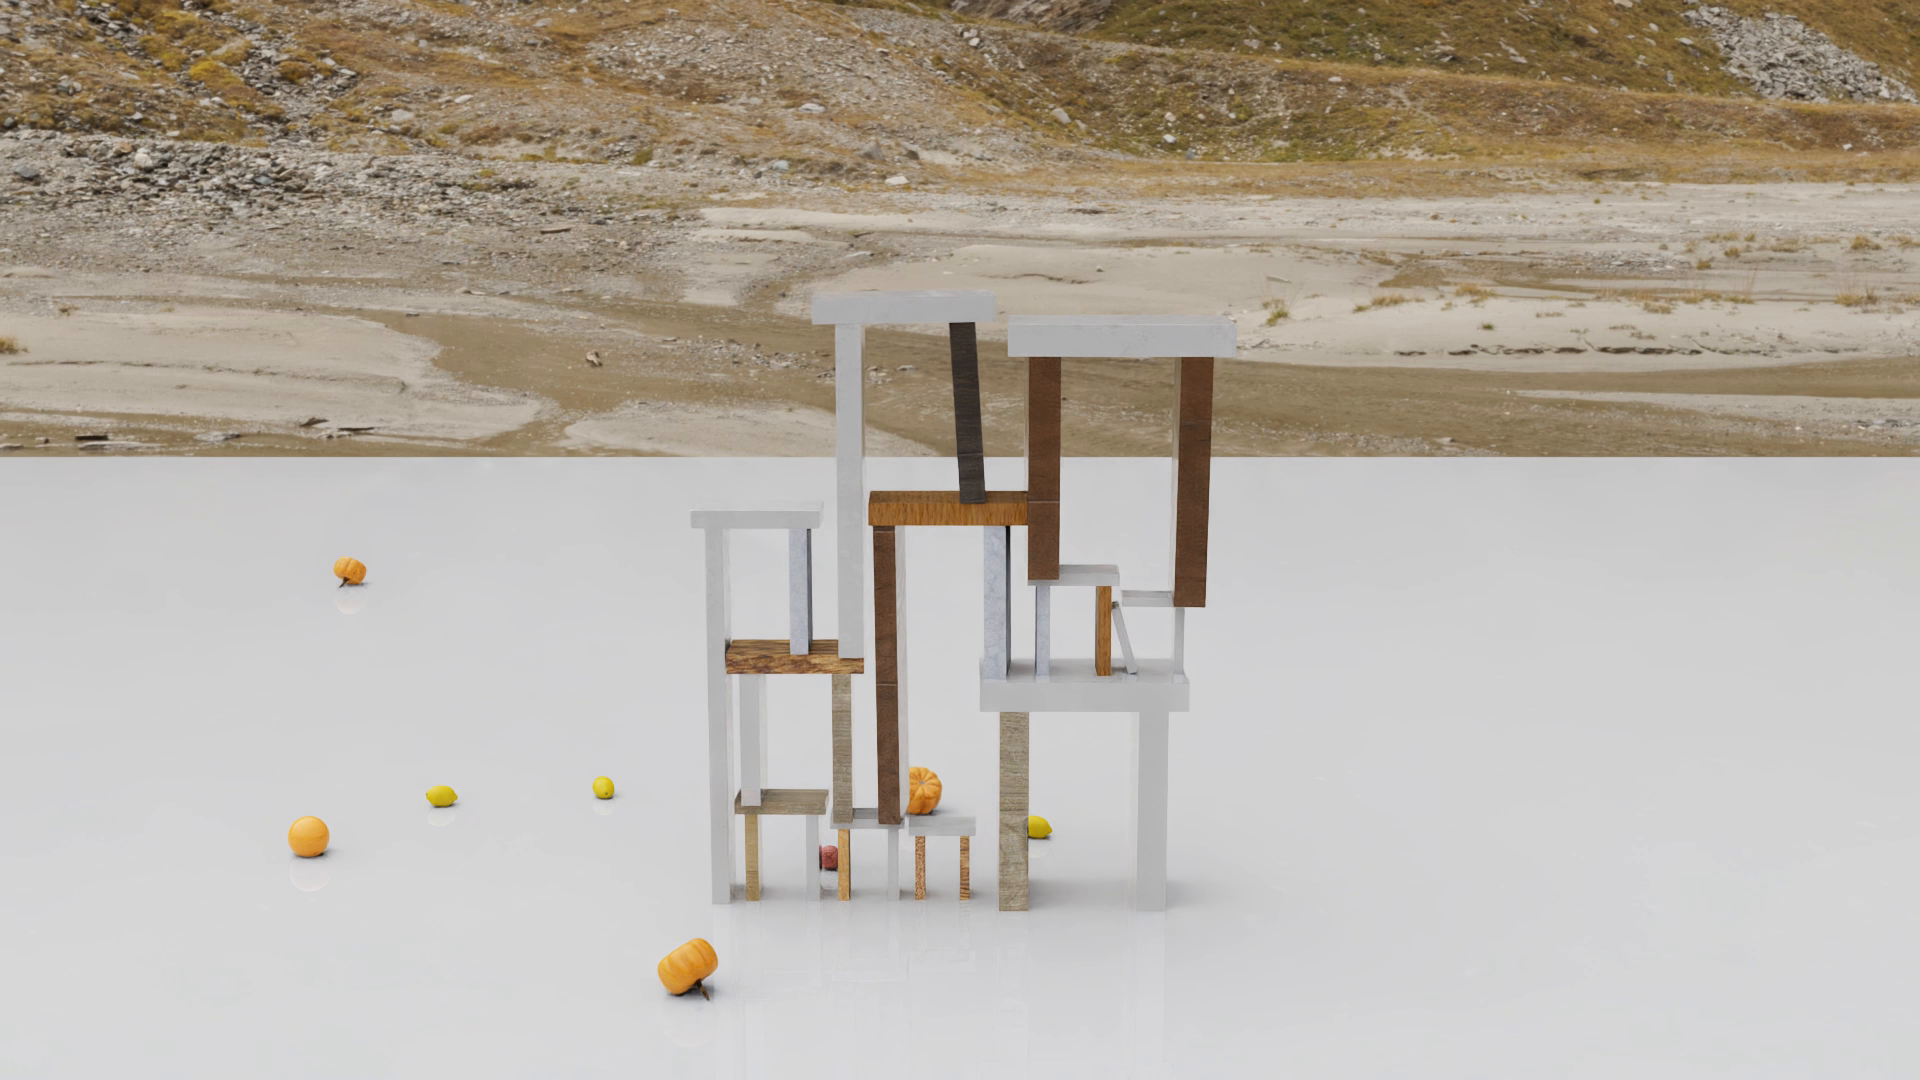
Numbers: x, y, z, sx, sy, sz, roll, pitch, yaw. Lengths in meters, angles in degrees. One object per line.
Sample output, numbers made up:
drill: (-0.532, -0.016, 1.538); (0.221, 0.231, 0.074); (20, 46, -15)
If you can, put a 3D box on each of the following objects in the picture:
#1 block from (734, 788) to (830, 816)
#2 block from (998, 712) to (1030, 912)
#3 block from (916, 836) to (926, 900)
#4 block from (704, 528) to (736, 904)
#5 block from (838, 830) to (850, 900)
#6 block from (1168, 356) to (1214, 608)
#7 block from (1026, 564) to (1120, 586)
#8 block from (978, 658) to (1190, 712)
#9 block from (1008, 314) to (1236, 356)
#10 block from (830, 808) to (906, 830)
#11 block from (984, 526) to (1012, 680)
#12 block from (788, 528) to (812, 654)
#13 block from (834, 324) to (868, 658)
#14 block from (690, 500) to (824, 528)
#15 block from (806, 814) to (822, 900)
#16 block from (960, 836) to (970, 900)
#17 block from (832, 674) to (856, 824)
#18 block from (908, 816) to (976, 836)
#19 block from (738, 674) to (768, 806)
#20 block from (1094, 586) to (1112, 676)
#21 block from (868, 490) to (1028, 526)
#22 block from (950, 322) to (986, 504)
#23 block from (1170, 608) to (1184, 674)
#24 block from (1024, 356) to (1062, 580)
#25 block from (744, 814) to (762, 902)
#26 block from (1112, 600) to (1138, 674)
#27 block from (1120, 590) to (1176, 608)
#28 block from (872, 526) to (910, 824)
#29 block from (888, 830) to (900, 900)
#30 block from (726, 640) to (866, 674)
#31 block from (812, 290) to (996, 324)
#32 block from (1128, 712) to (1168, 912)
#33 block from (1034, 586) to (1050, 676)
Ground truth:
block: (-0.294, 0.433, 3.639); (0.149, 0.021, 0.075); (0, 11, 2)
block: (0.087, 0.425, 3.637); (0.048, 0.336, 0.168); (0, 11, 0)
block: (-0.066, 0.536, 3.655); (0.016, 0.111, 0.055); (0, 11, 0)
block: (-0.393, 0.281, 3.612); (0.029, 0.629, 0.103); (0, 11, 0)
block: (-0.192, 0.530, 3.654); (0.017, 0.123, 0.062); (0, 11, 0)
block: (0.370, -0.105, 3.532); (0.050, 0.397, 0.177); (1, 11, 2)
block: (0.183, 0.057, 3.570); (0.149, 0.021, 0.074); (0, 11, 0)
block: (0.199, 0.237, 3.602); (0.336, 0.048, 0.168); (0, 11, 0)
block: (0.253, -0.325, 3.494); (0.354, 0.050, 0.177); (0, 11, 1)
block: (-0.152, 0.461, 3.641); (0.123, 0.017, 0.062); (0, 10, 0)
block: (0.061, 0.089, 3.578); (0.036, 0.252, 0.126); (1, 11, 5)
block: (-0.258, 0.073, 3.570); (0.029, 0.205, 0.103); (0, 11, 0)
block: (-0.174, -0.087, 3.535); (0.040, 0.533, 0.143); (0, 11, 0)
block: (-0.326, -0.042, 3.550); (0.205, 0.029, 0.103); (0, 11, 1)
block: (-0.243, 0.516, 3.657); (0.021, 0.149, 0.075); (0, 11, 0)
block: (0.008, 0.536, 3.655); (0.016, 0.111, 0.055); (0, 11, 0)
block: (-0.191, 0.329, 3.616); (0.031, 0.251, 0.111); (0, 11, 0)
block: (-0.029, 0.474, 3.643); (0.111, 0.016, 0.055); (0, 11, 0)
block: (-0.339, 0.314, 3.616); (0.031, 0.221, 0.111); (0, 11, 1)
block: (0.233, 0.140, 3.584); (0.021, 0.148, 0.074); (0, 11, 0)
block: (-0.020, -0.052, 3.546); (0.252, 0.036, 0.126); (0, 11, -1)
block: (0.012, -0.211, 3.520); (0.040, 0.285, 0.143); (-3, 10, 1)
block: (0.356, 0.158, 3.591); (0.016, 0.111, 0.055); (1, 11, 1)
block: (0.131, -0.127, 3.534); (0.050, 0.354, 0.177); (0, 11, -1)
block: (-0.343, 0.516, 3.656); (0.021, 0.149, 0.075); (0, 11, 0)
block: (0.266, 0.158, 3.590); (0.016, 0.111, 0.055); (-15, 10, 3)
block: (0.318, 0.096, 3.580); (0.111, 0.016, 0.055); (1, 11, 1)
block: (-0.112, 0.208, 3.597); (0.036, 0.494, 0.126); (0, 10, 6)
block: (-0.110, 0.530, 3.654); (0.017, 0.123, 0.062); (0, 11, 0)
block: (-0.265, 0.190, 3.590); (0.221, 0.031, 0.111); (0, 11, 0)
block: (-0.090, -0.370, 3.484); (0.285, 0.040, 0.143); (-1, 11, -2)
block: (0.311, 0.425, 3.637); (0.048, 0.336, 0.168); (0, 11, 0)
block: (0.134, 0.140, 3.585); (0.021, 0.148, 0.074); (0, 11, 0)
